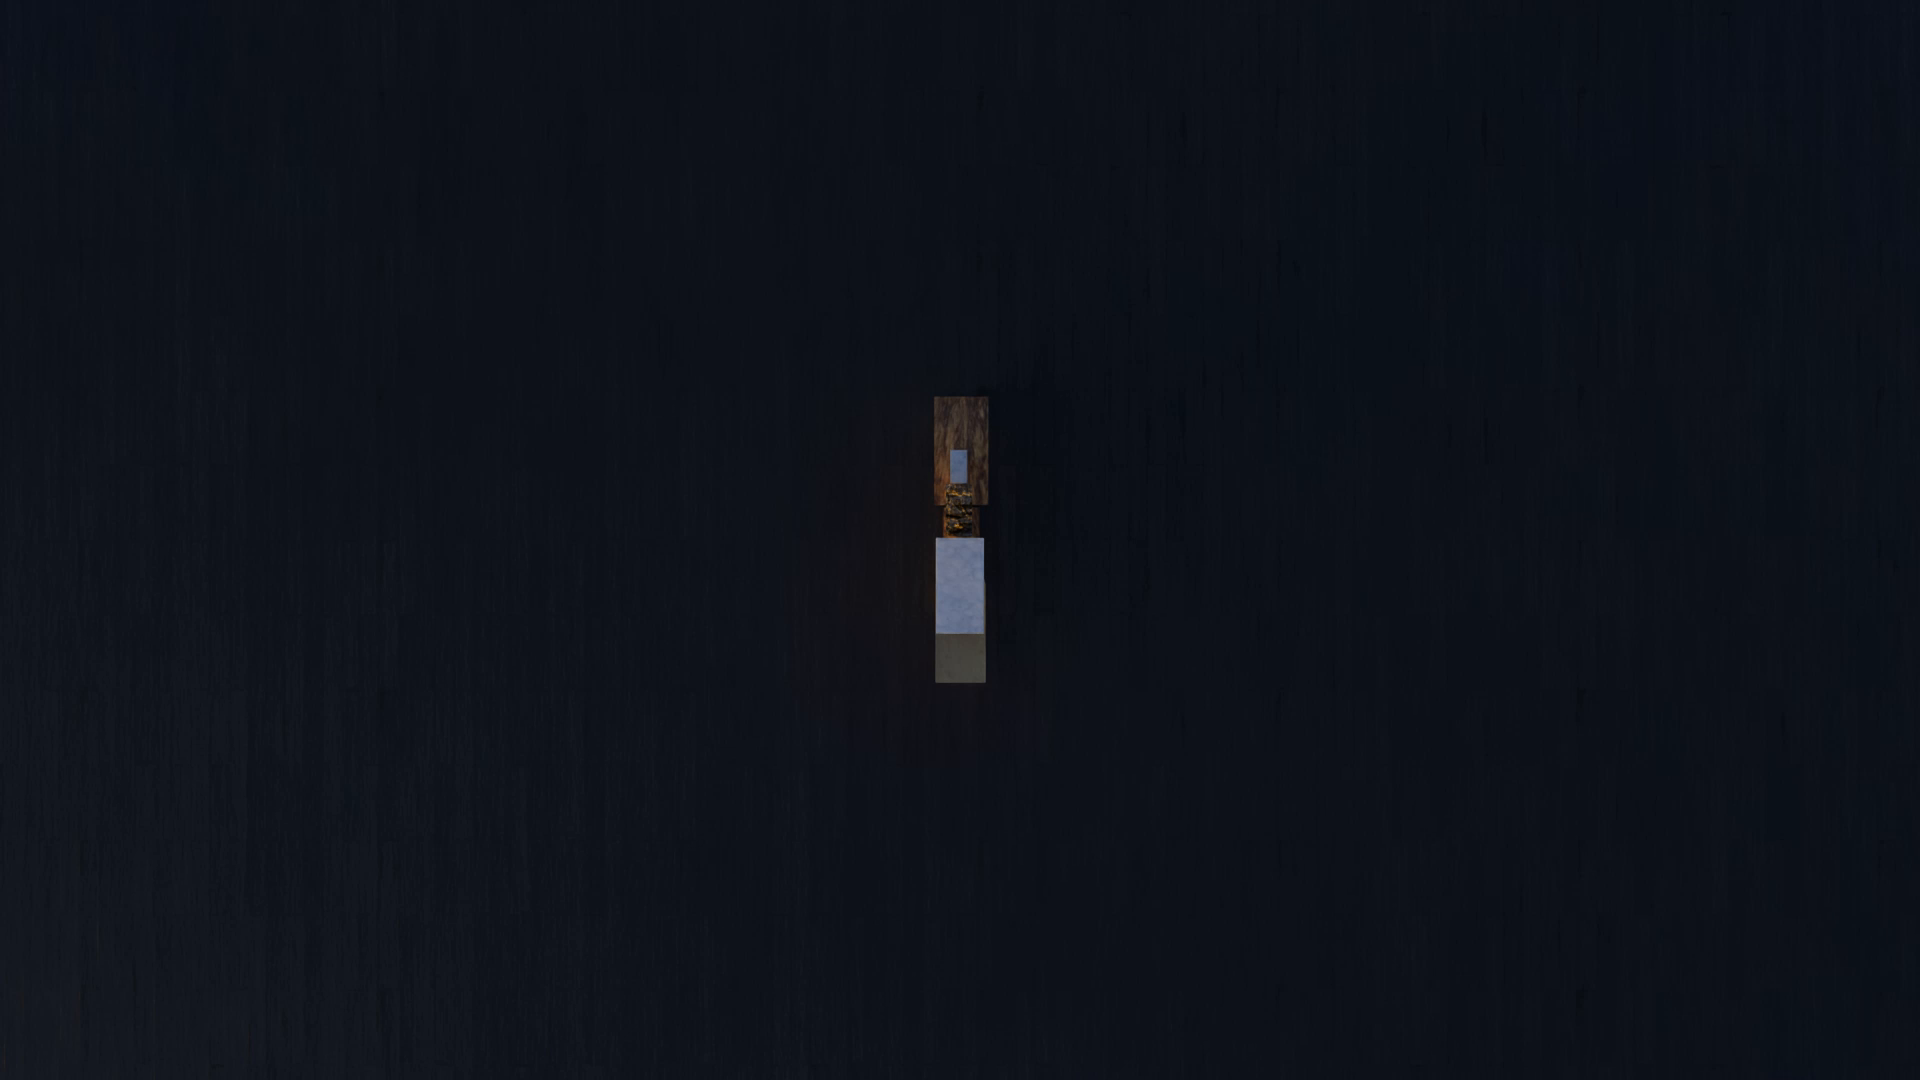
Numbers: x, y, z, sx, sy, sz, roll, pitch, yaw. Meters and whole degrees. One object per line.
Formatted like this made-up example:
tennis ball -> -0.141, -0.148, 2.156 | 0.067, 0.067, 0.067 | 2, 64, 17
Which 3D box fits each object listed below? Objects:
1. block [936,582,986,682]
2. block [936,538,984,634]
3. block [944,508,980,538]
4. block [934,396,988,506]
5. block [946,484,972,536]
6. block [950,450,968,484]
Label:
block -> 0.002, 0.288, 5.165 | 0.157, 0.044, 0.313 | 0, 90, 0
block -> 0.000, 0.133, 4.843 | 0.140, 0.040, 0.280 | 0, 90, 0
block -> 0.004, 0.011, 5.253 | 0.115, 0.033, 0.230 | 0, 90, 0
block -> 0.004, -0.277, 5.141 | 0.168, 0.048, 0.336 | 0, 90, 0
block -> -0.003, -0.089, 4.950 | 0.078, 0.022, 0.156 | 0, 90, 0
block -> -0.004, -0.223, 5.009 | 0.050, 0.014, 0.101 | 0, 90, 0
